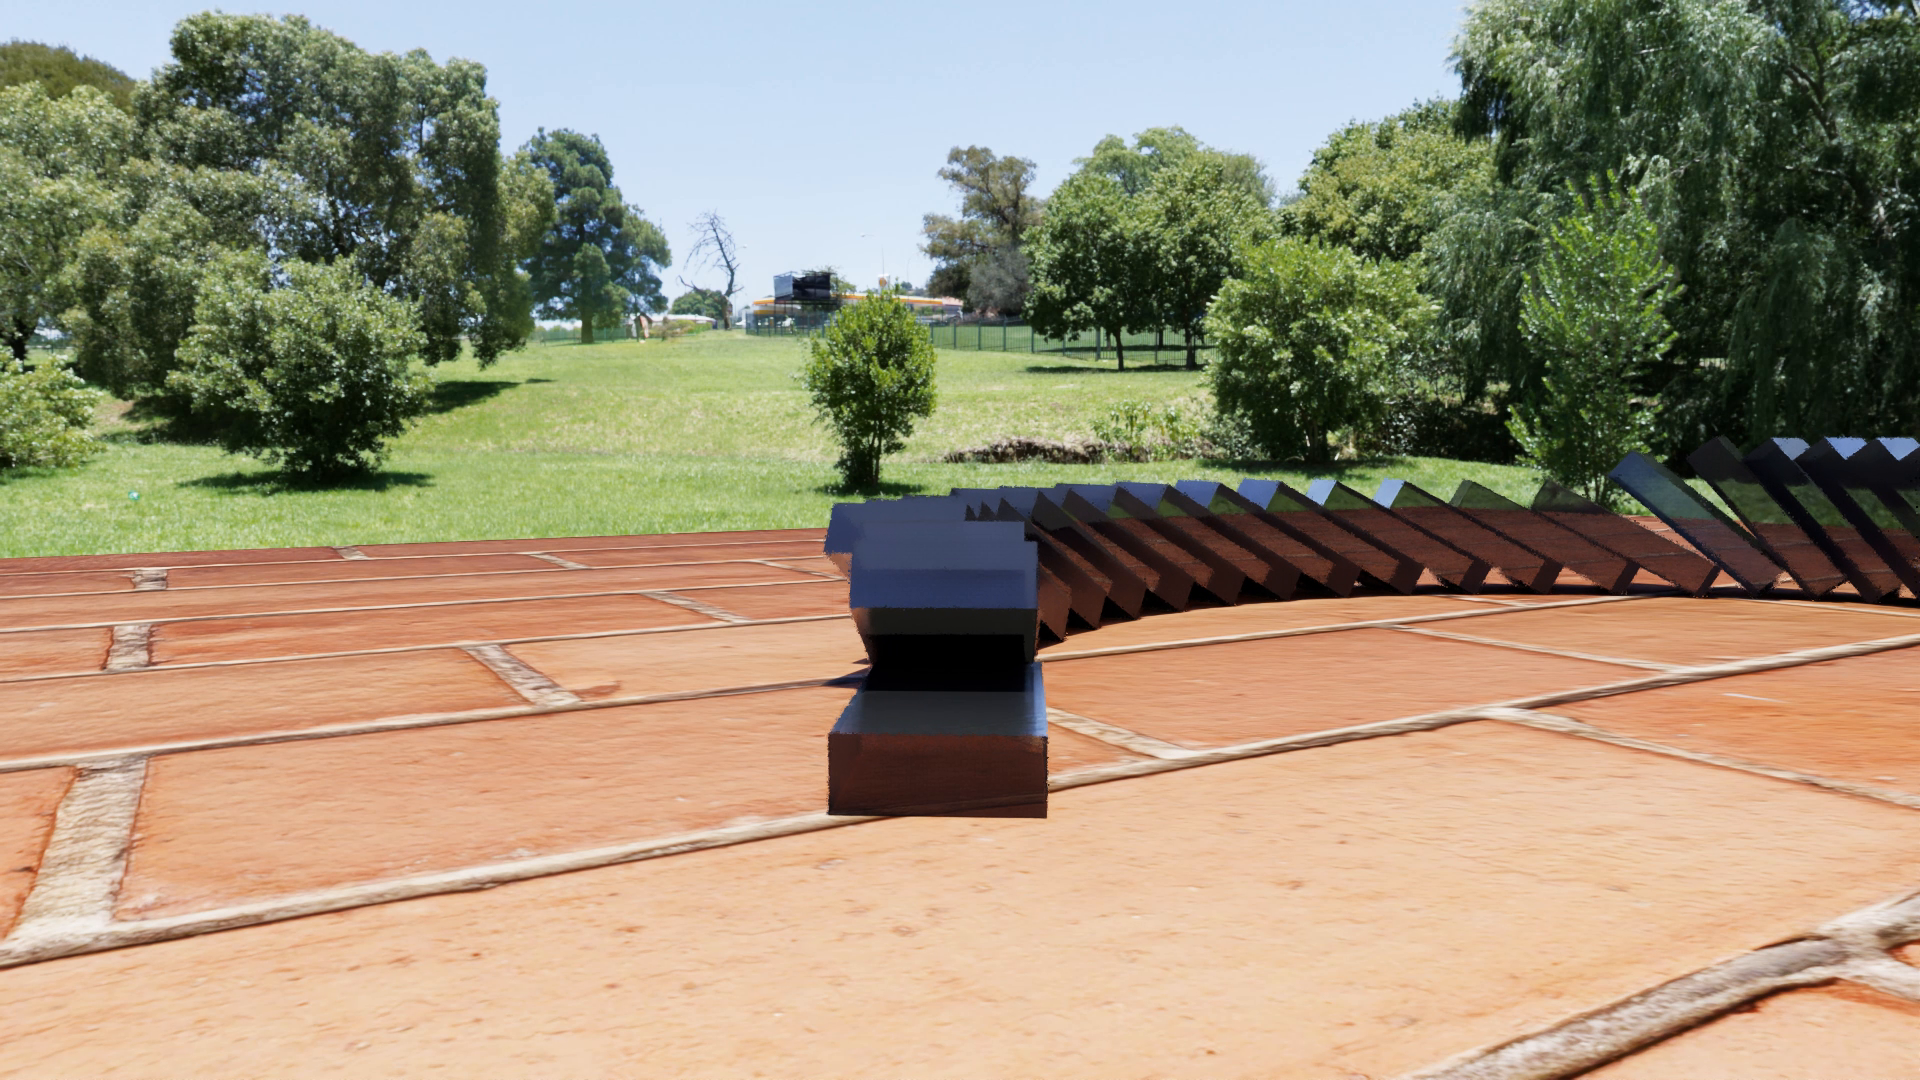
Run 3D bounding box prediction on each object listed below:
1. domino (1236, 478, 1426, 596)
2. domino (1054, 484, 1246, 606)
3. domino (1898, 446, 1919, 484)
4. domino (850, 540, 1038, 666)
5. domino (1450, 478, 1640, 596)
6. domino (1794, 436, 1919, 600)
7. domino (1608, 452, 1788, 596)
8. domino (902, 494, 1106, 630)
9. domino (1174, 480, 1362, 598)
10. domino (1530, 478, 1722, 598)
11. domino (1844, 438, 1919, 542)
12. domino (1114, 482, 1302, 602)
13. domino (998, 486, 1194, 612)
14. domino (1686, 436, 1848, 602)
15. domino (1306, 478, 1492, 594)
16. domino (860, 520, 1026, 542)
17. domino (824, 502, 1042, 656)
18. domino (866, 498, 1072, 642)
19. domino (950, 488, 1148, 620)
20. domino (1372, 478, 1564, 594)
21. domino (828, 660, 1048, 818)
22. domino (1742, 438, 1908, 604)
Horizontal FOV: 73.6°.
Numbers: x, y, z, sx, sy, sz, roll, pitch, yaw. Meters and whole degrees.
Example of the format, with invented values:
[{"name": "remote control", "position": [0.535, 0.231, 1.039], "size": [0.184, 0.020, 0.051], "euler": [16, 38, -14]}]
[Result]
[{"name": "domino", "position": [0.104, -0.001, 0.366], "size": [0.050, 0.010, 0.025], "euler": [28, -2, -12]}, {"name": "domino", "position": [0.048, 0.001, 0.335], "size": [0.050, 0.010, 0.025], "euler": [31, -13, -31]}, {"name": "domino", "position": [0.266, -0.004, 0.326], "size": [0.025, 0.050, 0.009], "euler": [-3, -35, -36]}, {"name": "domino", "position": [-0.001, 0.013, 0.195], "size": [0.025, 0.010, 0.050], "euler": [0, -20, 2]}, {"name": "domino", "position": [0.169, -0.001, 0.375], "size": [0.050, 0.009, 0.025], "euler": [30, 11, 12]}, {"name": "domino", "position": [0.252, -0.006, 0.347], "size": [0.025, 0.050, 0.009], "euler": [-2, -36, -35]}, {"name": "domino", "position": [0.213, -0.005, 0.369], "size": [0.025, 0.010, 0.050], "euler": [-1, 44, -51]}, {"name": "domino", "position": [0.010, 0.005, 0.283], "size": [0.025, 0.009, 0.050], "euler": [3, -23, 35]}, {"name": "domino", "position": [0.084, -0.001, 0.359], "size": [0.050, 0.009, 0.025], "euler": [29, -4, -16]}, {"name": "domino", "position": [0.191, -0.001, 0.371], "size": [0.050, 0.009, 0.025], "euler": [32, 16, 19]}, {"name": "domino", "position": [0.259, -0.005, 0.336], "size": [0.025, 0.050, 0.010], "euler": [-3, -35, -36]}, {"name": "domino", "position": [0.065, 0.000, 0.348], "size": [0.050, 0.010, 0.025], "euler": [30, -9, -24]}, {"name": "domino", "position": [0.033, 0.002, 0.320], "size": [0.050, 0.010, 0.025], "euler": [32, -16, -35]}, {"name": "domino", "position": [0.228, -0.007, 0.362], "size": [0.009, 0.050, 0.025], "euler": [-44, -22, 31]}, {"name": "domino", "position": [0.126, -0.002, 0.373], "size": [0.050, 0.009, 0.025], "euler": [29, 5, -1]}, {"name": "domino", "position": [-0.001, 0.011, 0.217], "size": [0.025, 0.009, 0.050], "euler": [0, -22, 4]}, {"name": "domino", "position": [-0.004, 0.008, 0.241], "size": [0.025, 0.009, 0.050], "euler": [1, -24, 20]}, {"name": "domino", "position": [0.002, 0.007, 0.262], "size": [0.025, 0.010, 0.050], "euler": [2, -23, 27]}, {"name": "domino", "position": [0.020, 0.004, 0.302], "size": [0.025, 0.009, 0.050], "euler": [4, -23, 41]}, {"name": "domino", "position": [0.147, -0.002, 0.374], "size": [0.050, 0.009, 0.025], "euler": [29, 6, 3]}, {"name": "domino", "position": [-0.001, 0.025, 0.171], "size": [0.025, 0.009, 0.050], "euler": [0, 4, 3]}, {"name": "domino", "position": [0.243, -0.006, 0.357], "size": [0.025, 0.050, 0.009], "euler": [-4, -35, -40]}]
